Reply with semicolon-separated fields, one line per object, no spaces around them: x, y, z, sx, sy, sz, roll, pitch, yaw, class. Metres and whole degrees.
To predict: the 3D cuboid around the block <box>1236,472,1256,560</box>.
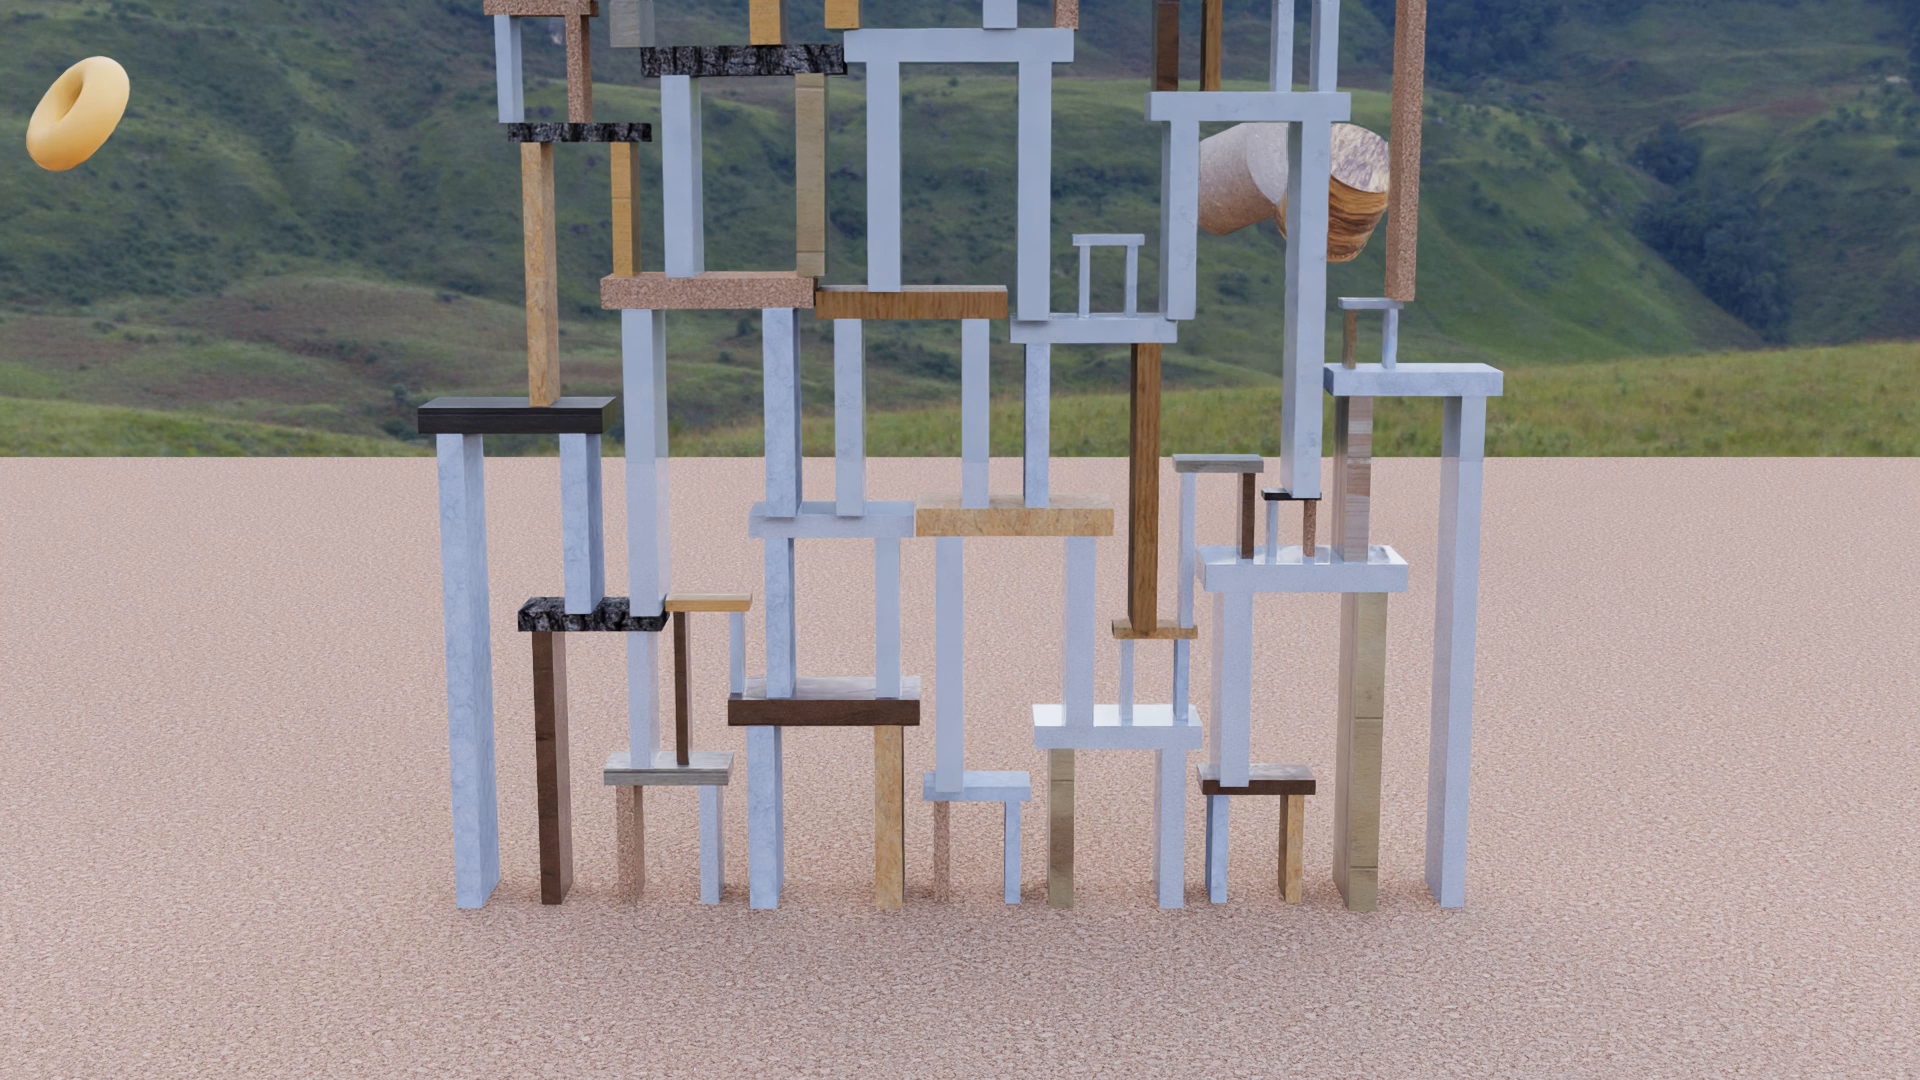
0.461;-0.045;3.547;0.020;0.140;0.070;0;11;0;block

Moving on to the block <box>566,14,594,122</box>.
-0.592;-0.732;3.421;0.023;0.163;0.081;0;11;0;block

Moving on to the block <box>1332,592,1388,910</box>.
0.657;0.329;3.617;0.045;0.531;0.160;0;11;0;block

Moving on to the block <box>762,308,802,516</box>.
-0.283;-0.213;3.516;0.046;0.328;0.164;0;11;0;block

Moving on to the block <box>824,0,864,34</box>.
-0.179;-0.966;3.378;0.051;0.358;0.179;0;11;0;block

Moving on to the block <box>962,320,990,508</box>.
0.024;-0.210;3.518;0.042;0.299;0.149;0;11;0;block

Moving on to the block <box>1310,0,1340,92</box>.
0.565;-0.793;3.408;0.028;0.196;0.098;0;11;1;block

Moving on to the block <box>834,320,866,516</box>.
-0.175;-0.204;3.518;0.042;0.311;0.149;0;11;0;block

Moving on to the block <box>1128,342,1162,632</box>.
0.296;-0.092;3.541;0.037;0.463;0.130;0;11;0;block

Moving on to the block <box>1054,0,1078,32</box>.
0.164;-0.906;3.396;0.033;0.233;0.117;0;10;0;block

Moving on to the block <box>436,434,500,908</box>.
-0.803;0.205;3.599;0.041;0.783;0.145;0;11;0;block

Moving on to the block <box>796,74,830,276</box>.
-0.231;-0.574;3.456;0.043;0.307;0.153;0;11;-1;block

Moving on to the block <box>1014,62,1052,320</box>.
0.114;-0.549;3.461;0.049;0.392;0.174;0;10;0;block

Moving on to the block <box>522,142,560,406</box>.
-0.663;-0.422;3.483;0.029;0.409;0.104;0;11;0;block

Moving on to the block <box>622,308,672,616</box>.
-0.501;-0.133;3.528;0.046;0.487;0.164;0;11;0;block

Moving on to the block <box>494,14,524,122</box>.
-0.701;-0.732;3.421;0.023;0.163;0.081;0;11;0;block

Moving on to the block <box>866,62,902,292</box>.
-0.118;-0.571;3.457;0.049;0.348;0.174;0;10;0;block

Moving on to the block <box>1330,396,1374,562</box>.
0.630;-0.108;3.540;0.038;0.266;0.133;0;11;0;block

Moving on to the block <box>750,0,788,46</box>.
-0.297;-0.922;3.378;0.045;0.320;0.160;-1;11;0;block

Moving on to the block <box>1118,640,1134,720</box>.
0.272;0.221;3.600;0.019;0.135;0.068;0;11;0;block

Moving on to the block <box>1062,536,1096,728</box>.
0.193;0.133;3.584;0.044;0.312;0.156;0;11;0;block

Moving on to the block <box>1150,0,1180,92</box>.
0.318;-0.860;3.403;0.033;0.328;0.117;0;11;1;block

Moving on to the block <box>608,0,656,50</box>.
-0.510;-0.920;3.381;0.045;0.319;0.160;-1;12;1;block

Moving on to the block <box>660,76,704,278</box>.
-0.435;-0.571;3.455;0.043;0.307;0.153;0;11;0;block

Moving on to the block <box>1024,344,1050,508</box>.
0.122;-0.191;3.523;0.037;0.260;0.130;0;11;0;block

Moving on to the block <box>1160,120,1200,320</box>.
0.345;-0.506;3.467;0.043;0.304;0.152;0;11;0;block

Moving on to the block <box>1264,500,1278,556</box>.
0.504;-0.023;3.559;0.013;0.092;0.046;0;11;0;block

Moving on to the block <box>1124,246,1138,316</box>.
0.270;-0.412;3.486;0.016;0.112;0.056;0;10;0;block

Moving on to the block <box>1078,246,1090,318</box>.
0.196;-0.412;3.486;0.016;0.112;0.056;0;11;0;block

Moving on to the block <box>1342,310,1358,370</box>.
0.619;-0.321;3.496;0.014;0.095;0.048;0;11;0;block

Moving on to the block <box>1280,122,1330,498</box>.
0.547;-0.367;3.491;0.043;0.585;0.152;0;11;1;block

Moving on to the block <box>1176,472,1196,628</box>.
0.366;0.011;3.557;0.020;0.254;0.070;0;10;0;block

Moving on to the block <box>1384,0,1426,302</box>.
0.697;-0.637;3.439;0.028;0.517;0.098;0;11;0;block

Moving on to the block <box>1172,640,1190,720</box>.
0.362;0.221;3.599;0.019;0.135;0.067;0;11;0;block

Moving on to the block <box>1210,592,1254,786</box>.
0.443;0.226;3.598;0.045;0.320;0.160;0;11;0;block

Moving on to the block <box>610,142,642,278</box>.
-0.525;-0.521;3.463;0.029;0.207;0.104;0;11;0;block

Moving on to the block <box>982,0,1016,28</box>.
0.060;-0.966;3.378;0.051;0.358;0.179;0;10;0;block

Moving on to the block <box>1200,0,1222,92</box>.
0.390;-0.780;3.418;0.023;0.165;0.082;0;11;1;block

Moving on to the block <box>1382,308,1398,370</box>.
0.683;-0.321;3.496;0.014;0.095;0.048;0;11;0;block

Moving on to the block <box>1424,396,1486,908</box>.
0.807;0.176;3.593;0.038;0.842;0.133;0;11;0;block

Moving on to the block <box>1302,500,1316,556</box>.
0.566;-0.023;3.559;0.013;0.092;0.046;0;11;0;block

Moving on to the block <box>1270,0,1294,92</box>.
0.500;-0.779;3.417;0.023;0.165;0.082;0;11;1;block

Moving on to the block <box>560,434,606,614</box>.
-0.609;-0.038;3.553;0.041;0.290;0.145;0;11;0;block

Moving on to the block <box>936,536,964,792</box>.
-0.017;0.187;3.593;0.044;0.420;0.156;0;11;0;block
